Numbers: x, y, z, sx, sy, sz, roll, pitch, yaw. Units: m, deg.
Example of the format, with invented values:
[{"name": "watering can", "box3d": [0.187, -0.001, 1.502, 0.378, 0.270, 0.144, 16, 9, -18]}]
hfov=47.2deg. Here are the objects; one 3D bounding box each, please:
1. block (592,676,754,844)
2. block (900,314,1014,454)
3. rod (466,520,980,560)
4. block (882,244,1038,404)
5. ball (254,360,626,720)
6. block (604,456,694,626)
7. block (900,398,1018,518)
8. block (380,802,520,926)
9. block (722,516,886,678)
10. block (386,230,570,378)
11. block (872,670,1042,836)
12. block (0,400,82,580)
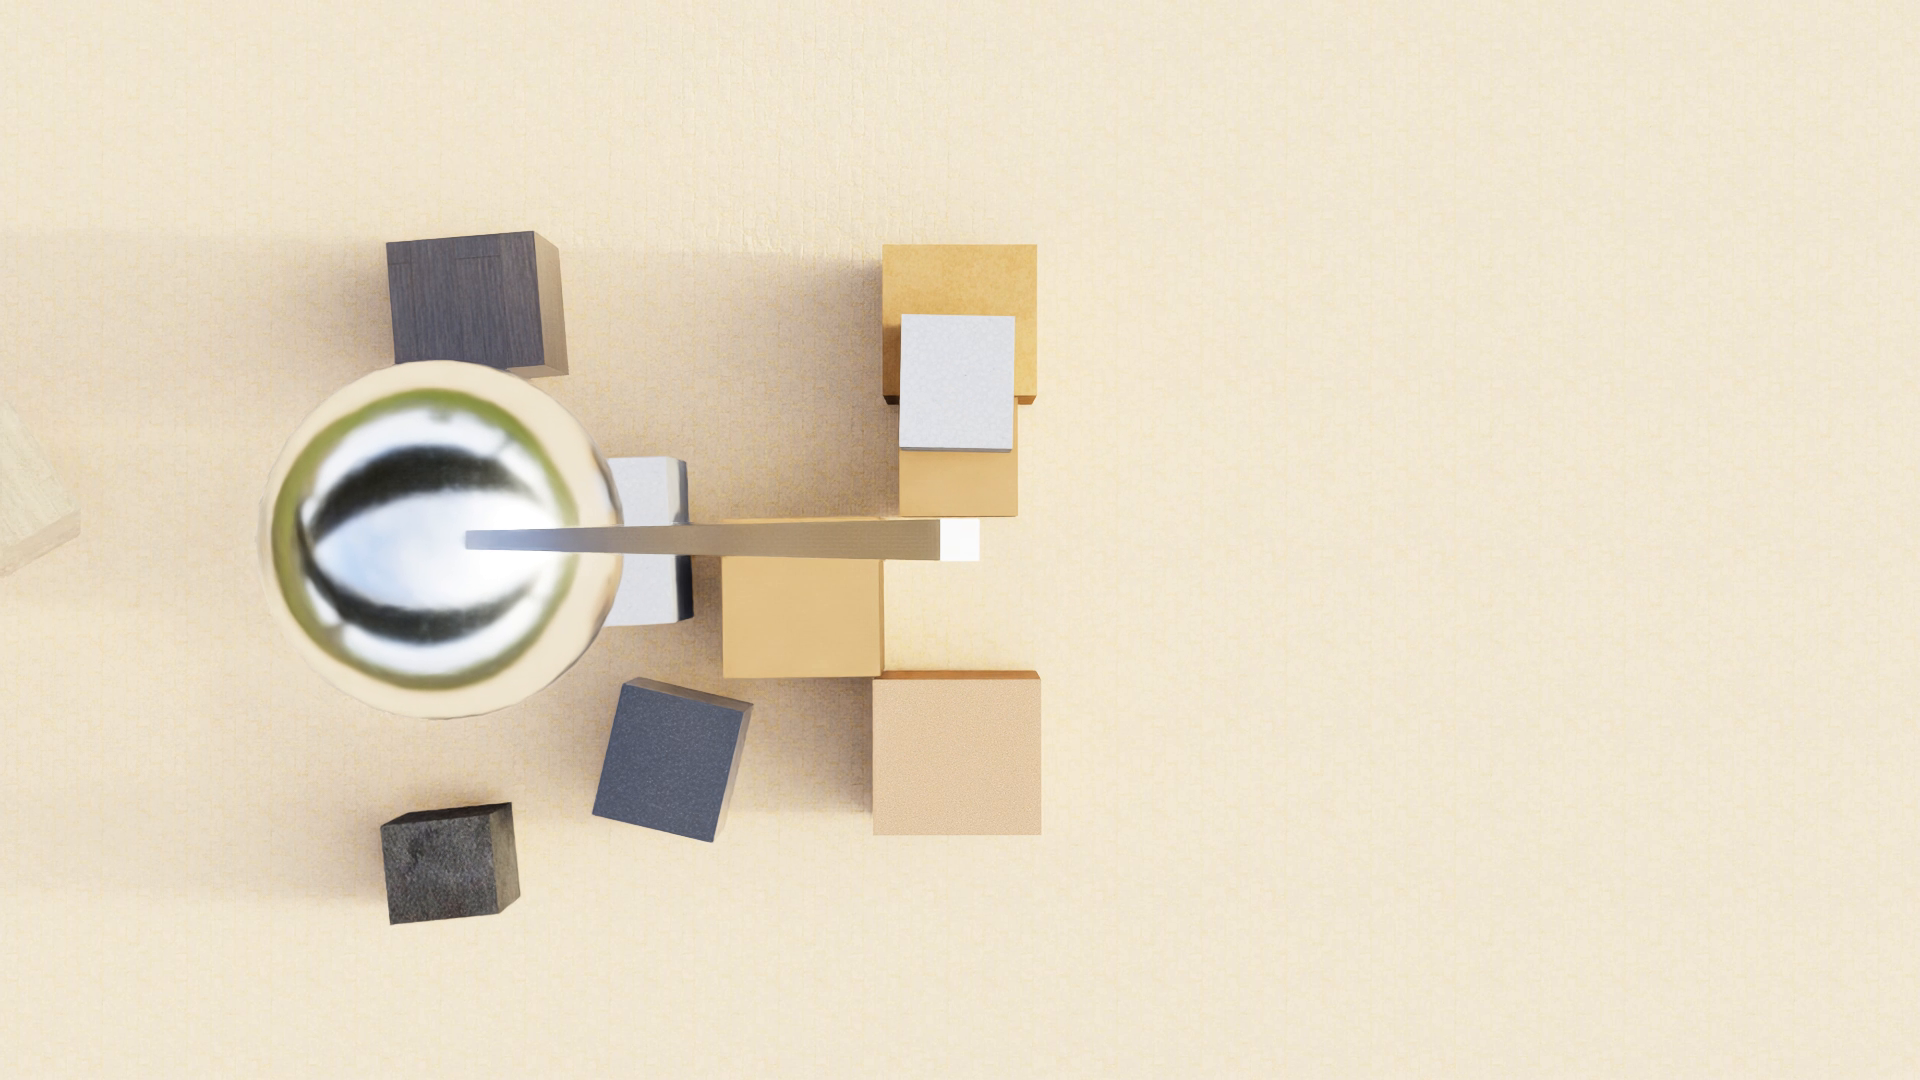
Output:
[{"name": "block", "box3d": [-1.645, 1.257, 12.685, 0.700, 0.631, 0.759, 13, 90, 0]}, {"name": "block", "box3d": [-0.015, -0.833, 11.844, 0.595, 0.588, 0.695, 1, 90, 0]}, {"name": "rod", "box3d": [-0.992, 0.000, 6.610, 0.080, 5.200, 0.080, 0, 90, -22]}, {"name": "block", "box3d": [-0.001, -1.216, 12.569, 0.853, 0.862, 0.833, 0, 90, 0]}, {"name": "ball", "box3d": [-2.288, 0.000, 9.753, 1.600, 1.600, 1.600, 0, 90, 0]}, {"name": "block", "box3d": [-2.044, 0.017, 12.533, 0.902, 0.935, 0.919, -3, 90, 0]}, {"name": "block", "box3d": [-0.007, -0.463, 12.623, 0.660, 0.754, 0.658, 0, 90, 0]}, {"name": "block", "box3d": [-2.930, 1.859, 12.690, 0.617, 0.621, 0.561, -6, 90, 0]}, {"name": "block", "box3d": [-0.883, 0.318, 12.588, 0.868, 0.824, 0.882, -1, 90, 0]}, {"name": "block", "box3d": [-2.755, -1.316, 12.621, 0.829, 0.758, 0.752, -5, 90, 0]}, {"name": "block", "box3d": [-0.015, 1.203, 12.580, 0.931, 0.840, 0.861, 0, 90, 0]}, {"name": "block", "box3d": [-5.304, -0.226, 12.031, 0.650, 0.660, 0.696, -35, 91, -25]}]
